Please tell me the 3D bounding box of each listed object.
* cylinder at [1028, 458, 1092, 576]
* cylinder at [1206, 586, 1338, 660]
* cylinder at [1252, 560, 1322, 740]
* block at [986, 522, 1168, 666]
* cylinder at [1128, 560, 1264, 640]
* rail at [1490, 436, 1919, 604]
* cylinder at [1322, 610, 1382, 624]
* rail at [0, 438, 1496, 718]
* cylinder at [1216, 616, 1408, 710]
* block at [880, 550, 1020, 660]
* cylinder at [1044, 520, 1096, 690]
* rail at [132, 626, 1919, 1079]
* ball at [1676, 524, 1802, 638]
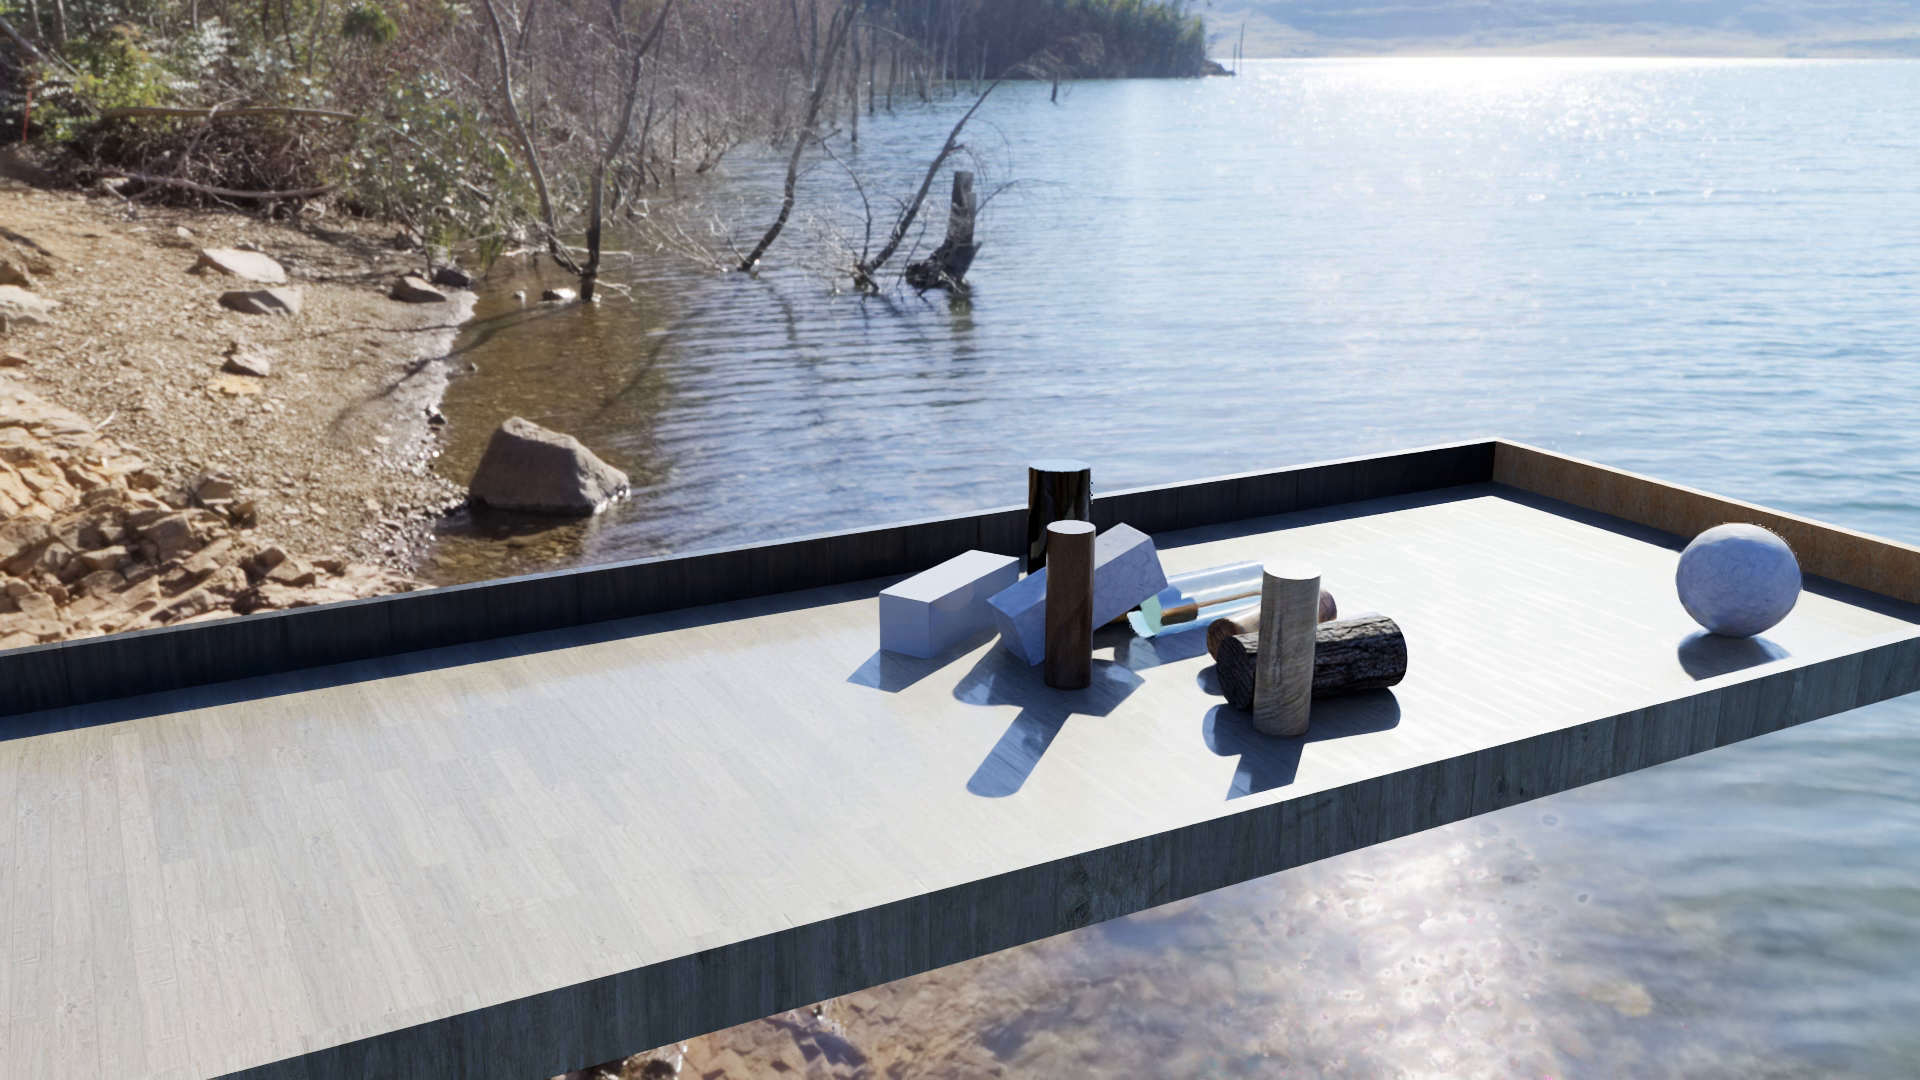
[{"bbox_3d":[0.276,-0.006,4.624,0.173,0.417,0.173,0,14,0],"label":"cylinder"},{"bbox_3d":[0.827,0.225,4.359,0.404,0.130,0.130,-15,22,-42],"label":"cylinder"},{"bbox_3d":[0.751,0.252,3.796,0.131,0.391,0.131,1,18,0],"label":"cylinder"},{"bbox_3d":[0.309,0.140,4.331,0.434,0.155,0.155,-29,25,-15],"label":"block"},{"bbox_3d":[0.664,0.161,4.533,0.398,0.154,0.154,-10,19,-30],"label":"cylinder"},{"bbox_3d":[2.466,-0.048,5.253,0.050,0.150,2.100,-9,18,-27],"label":"rail"},{"bbox_3d":[0.922,0.271,4.244,0.415,0.107,0.107,-10,19,-31],"label":"cylinder"},{"bbox_3d":[-3.305,0.497,3.399,12.000,0.150,0.050,-9,18,-27],"label":"rail"},{"bbox_3d":[0.859,0.297,4.027,0.430,0.177,0.177,-6,17,-20],"label":"cylinder"},{"bbox_3d":[-0.023,0.170,4.499,0.157,0.157,0.459,10,19,31],"label":"block"},{"bbox_3d":[0.272,0.162,4.087,0.119,0.404,0.119,0,16,0],"label":"cylinder"},{"bbox_3d":[-2.336,1.006,1.665,12.000,0.150,0.050,-9,18,-27],"label":"rail"},{"bbox_3d":[2.094,0.108,4.444,0.307,0.307,0.307,0,16,0],"label":"ball"}]
